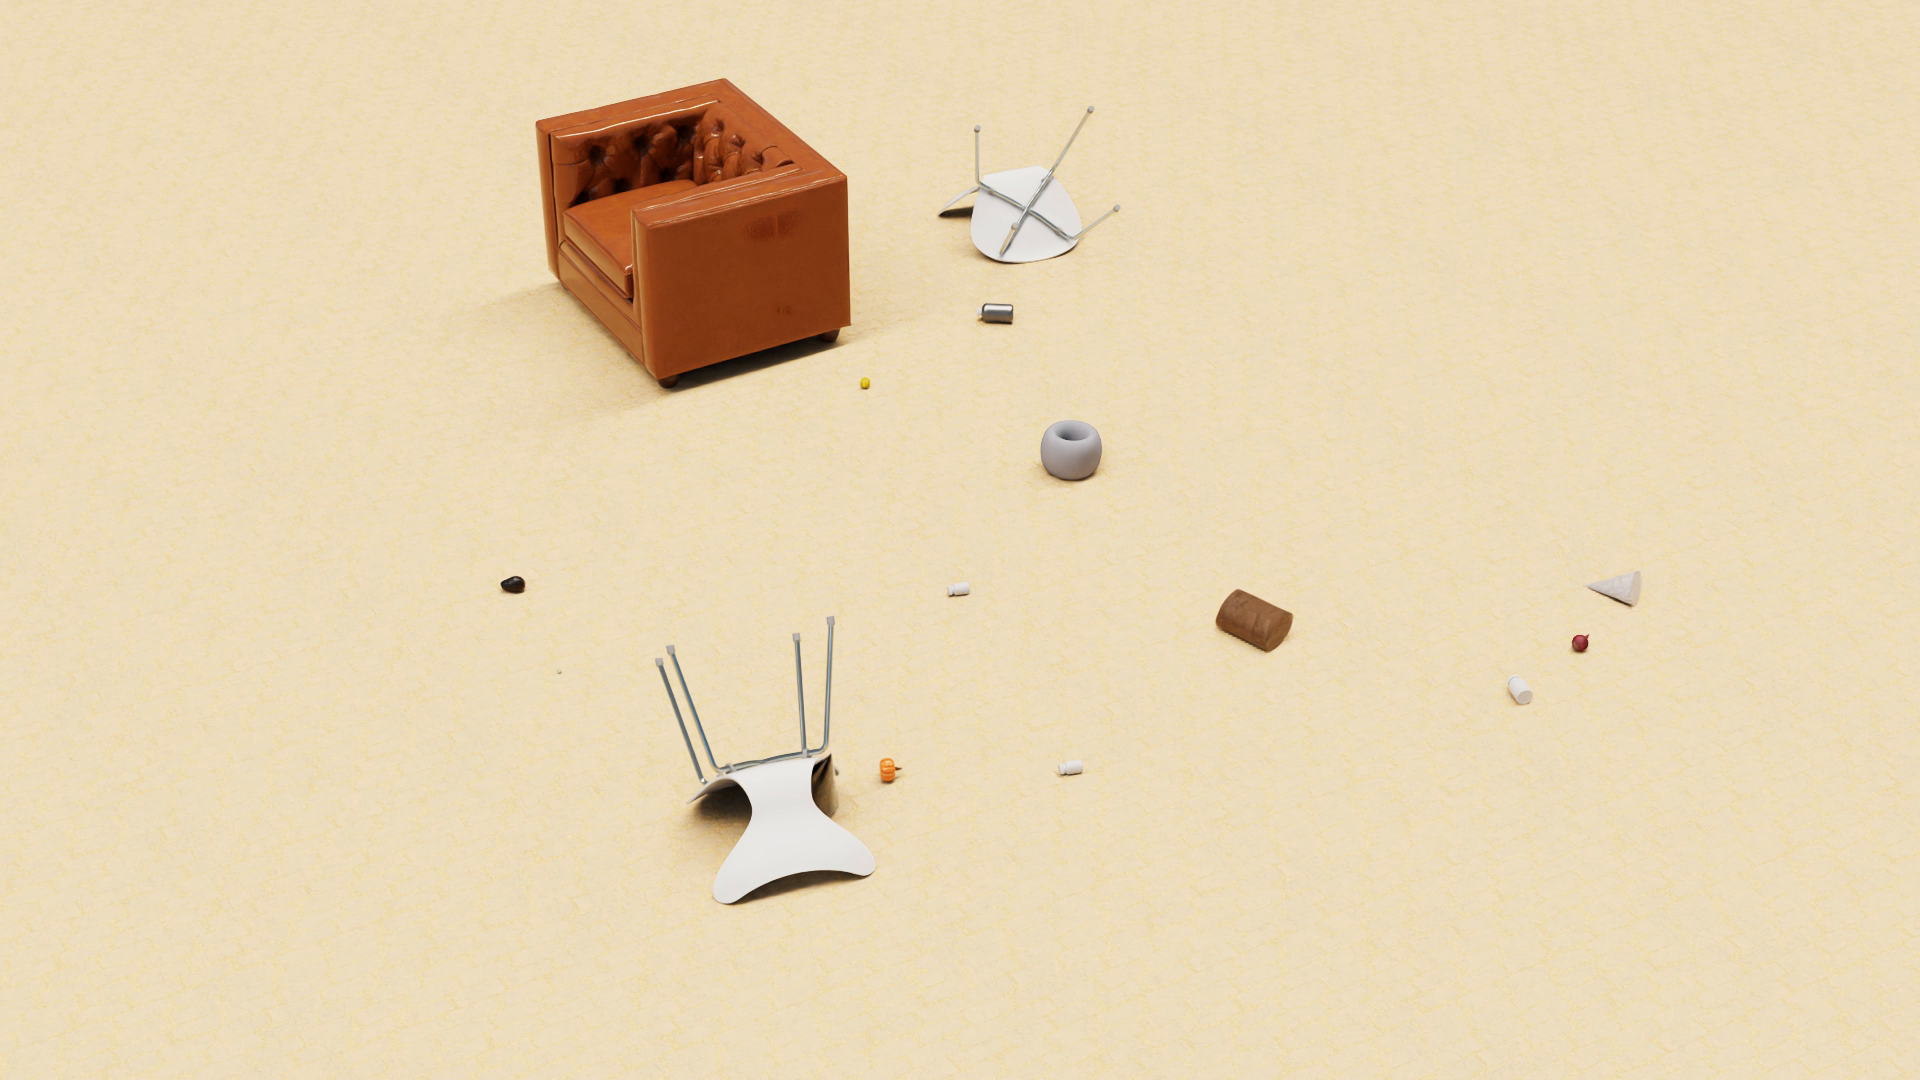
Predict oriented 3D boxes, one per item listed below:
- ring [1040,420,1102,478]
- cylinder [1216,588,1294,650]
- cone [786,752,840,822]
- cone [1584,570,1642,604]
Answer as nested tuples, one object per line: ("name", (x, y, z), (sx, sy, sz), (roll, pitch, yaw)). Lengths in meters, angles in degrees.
("ring", (0.429, -0.349, 11.326), (0.238, 0.167, 0.243), (17, 35, 21))
("cylinder", (1.045, 0.283, 10.403), (0.225, 0.112, 0.163), (26, 68, 34))
("cone", (-0.446, 0.762, 9.456), (0.181, 0.322, 0.173), (-11, 62, -22))
("cone", (2.356, 0.169, 10.640), (0.201, 0.104, 0.140), (2, 52, 32))
